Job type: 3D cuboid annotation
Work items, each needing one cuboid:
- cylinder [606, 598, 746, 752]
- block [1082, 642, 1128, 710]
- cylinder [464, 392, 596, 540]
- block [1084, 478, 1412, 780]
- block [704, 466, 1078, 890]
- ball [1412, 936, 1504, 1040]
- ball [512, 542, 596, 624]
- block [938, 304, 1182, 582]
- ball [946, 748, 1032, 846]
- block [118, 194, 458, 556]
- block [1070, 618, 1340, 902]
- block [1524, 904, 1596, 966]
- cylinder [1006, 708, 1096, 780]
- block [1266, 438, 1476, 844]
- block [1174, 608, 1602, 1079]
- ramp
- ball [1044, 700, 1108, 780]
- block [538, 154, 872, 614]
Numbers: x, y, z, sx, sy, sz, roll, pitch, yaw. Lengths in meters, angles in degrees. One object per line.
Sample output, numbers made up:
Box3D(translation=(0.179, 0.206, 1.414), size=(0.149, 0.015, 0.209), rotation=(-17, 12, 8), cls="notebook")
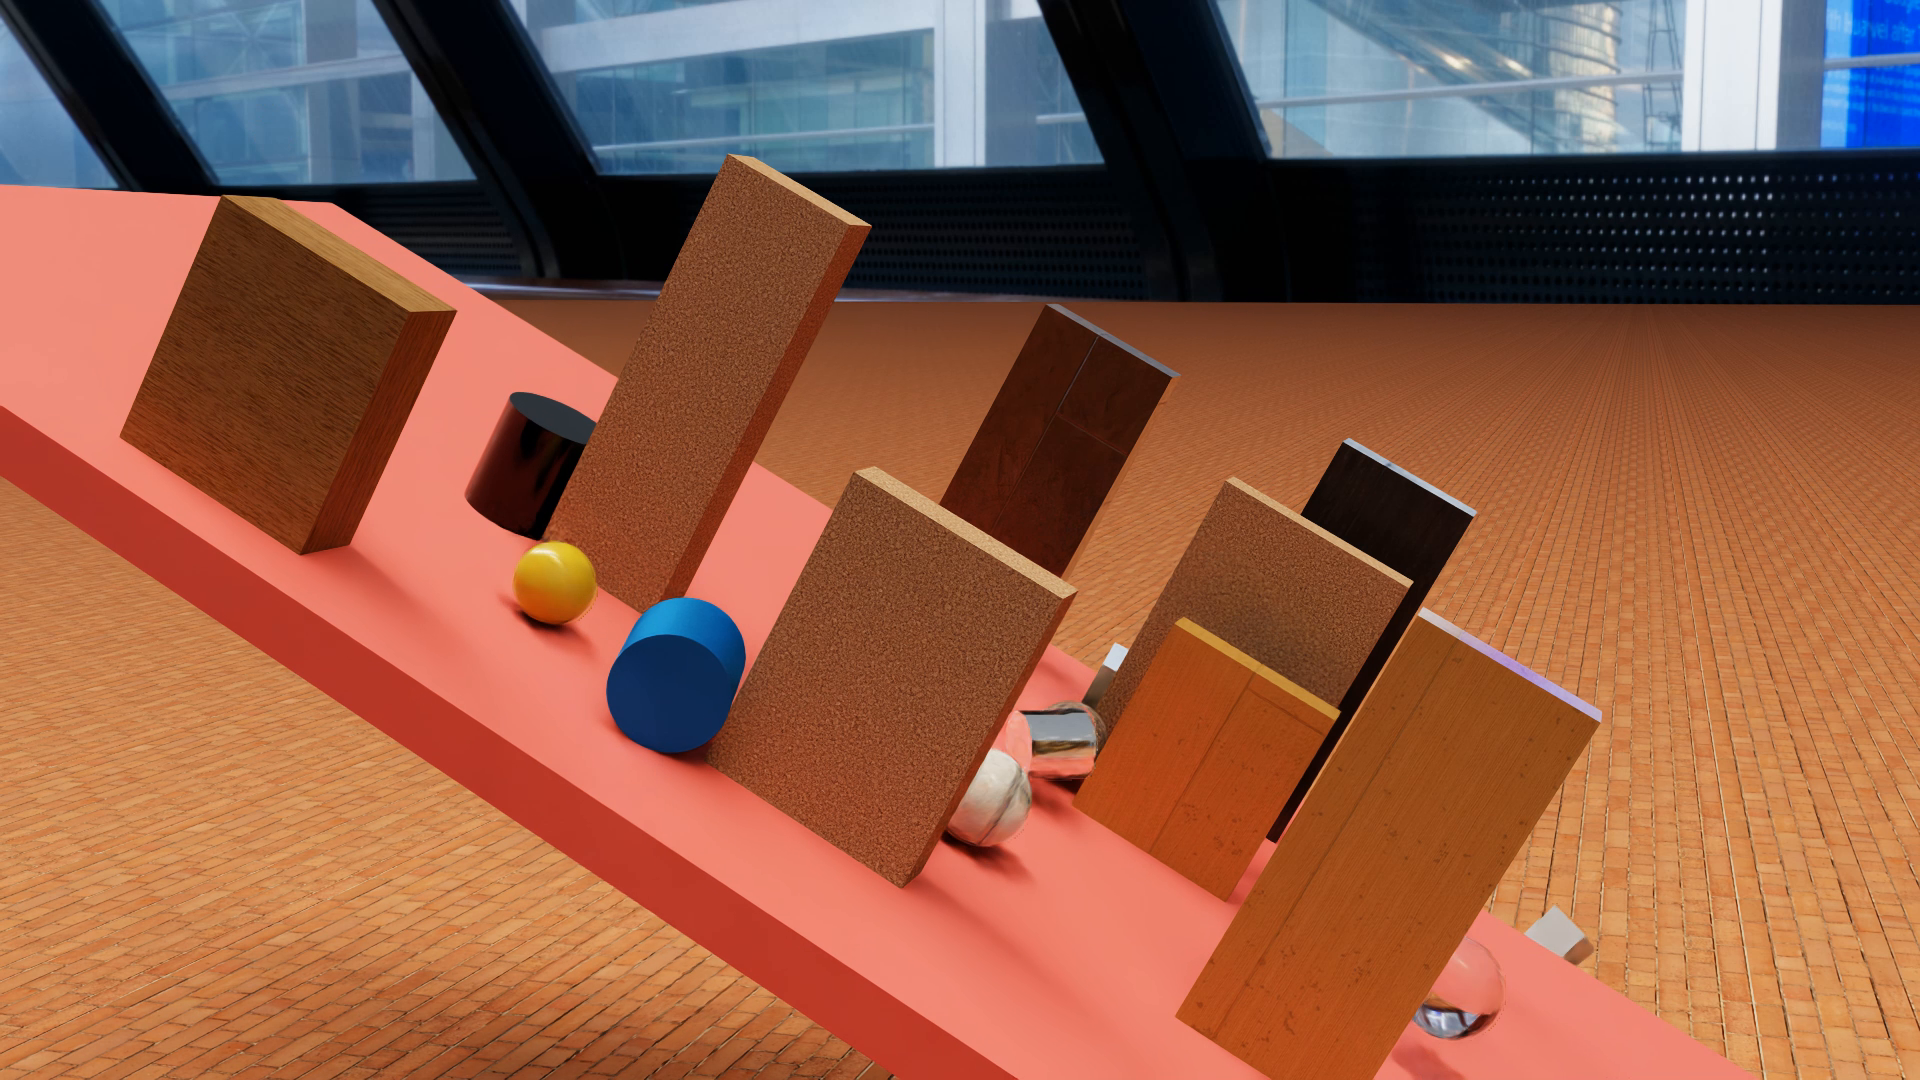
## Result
Box3D(translation=(-0.450, 0.213, 3.507), size=(0.195, 0.195, 0.195), rotation=(0, 15, 1), cls="cylinder")
Box3D(translation=(0.342, 0.361, 4.477), size=(0.197, 0.197, 0.197), rotation=(30, 14, 5), cls="block")
Box3D(translation=(-0.782, -0.136, 4.076), size=(0.204, 0.204, 0.204), rotation=(27, 14, -7), cls="cylinder")
Box3D(translation=(0.531, 0.262, 4.249), size=(0.395, 0.653, 0.090), rotation=(31, 14, 11), cls="block")
Box3D(translation=(-0.113, 0.214, 3.444), size=(0.379, 0.535, 0.099), rotation=(31, 14, 11), cls="block")
Box3D(translation=(0.843, 0.766, 3.771), size=(0.178, 0.178, 0.178), rotation=(0, 7, 0), cls="ball")
Box3D(translation=(-0.679, 0.072, 3.681), size=(0.140, 0.140, 0.140), rotation=(0, 7, 0), cls="ball")
Box3D(translation=(0.168, -0.128, 4.812), size=(0.316, 0.707, 0.102), rotation=(31, 14, 11), cls="block")
Box3D(translation=(0.038, 0.433, 3.714), size=(0.167, 0.167, 0.167), rotation=(0, 7, 0), cls="ball")
Box3D(translation=(-1.072, -0.265, 3.505), size=(0.372, 0.436, 0.142), rotation=(31, 14, 11), cls="block")
Box3D(translation=(0.456, 0.408, 4.103), size=(0.340, 0.405, 0.087), rotation=(31, 14, 11), cls="block")
Box3D(translation=(1.574, 1.056, 5.776), size=(0.116, 0.116, 0.116), rotation=(48, 1, 40), cls="block")
Box3D(translation=(0.167, 0.378, 4.073), size=(0.127, 0.127, 0.127), rotation=(0, 7, -21), cls="cylinder")
Box3D(translation=(0.723, 0.209, 4.516), size=(0.297, 0.789, 0.103), rotation=(31, 14, 11), cls="block")
Box3D(translation=(0.657, 0.509, 3.414), size=(0.308, 0.756, 0.088), rotation=(31, 14, 11), cls="block")
Box3D(translation=(-0.204, 0.337, 4.138), size=(4.000, 0.100, 2.000), rotation=(31, 14, 11), cls="ramp")
Box3D(translation=(0.210, 0.386, 4.236), size=(0.152, 0.152, 0.152), rotation=(0, 7, 0), cls="ball")
Box3D(translation=(-0.462, -0.269, 3.930), size=(0.255, 0.799, 0.116), rotation=(31, 14, 11), cls="block")
